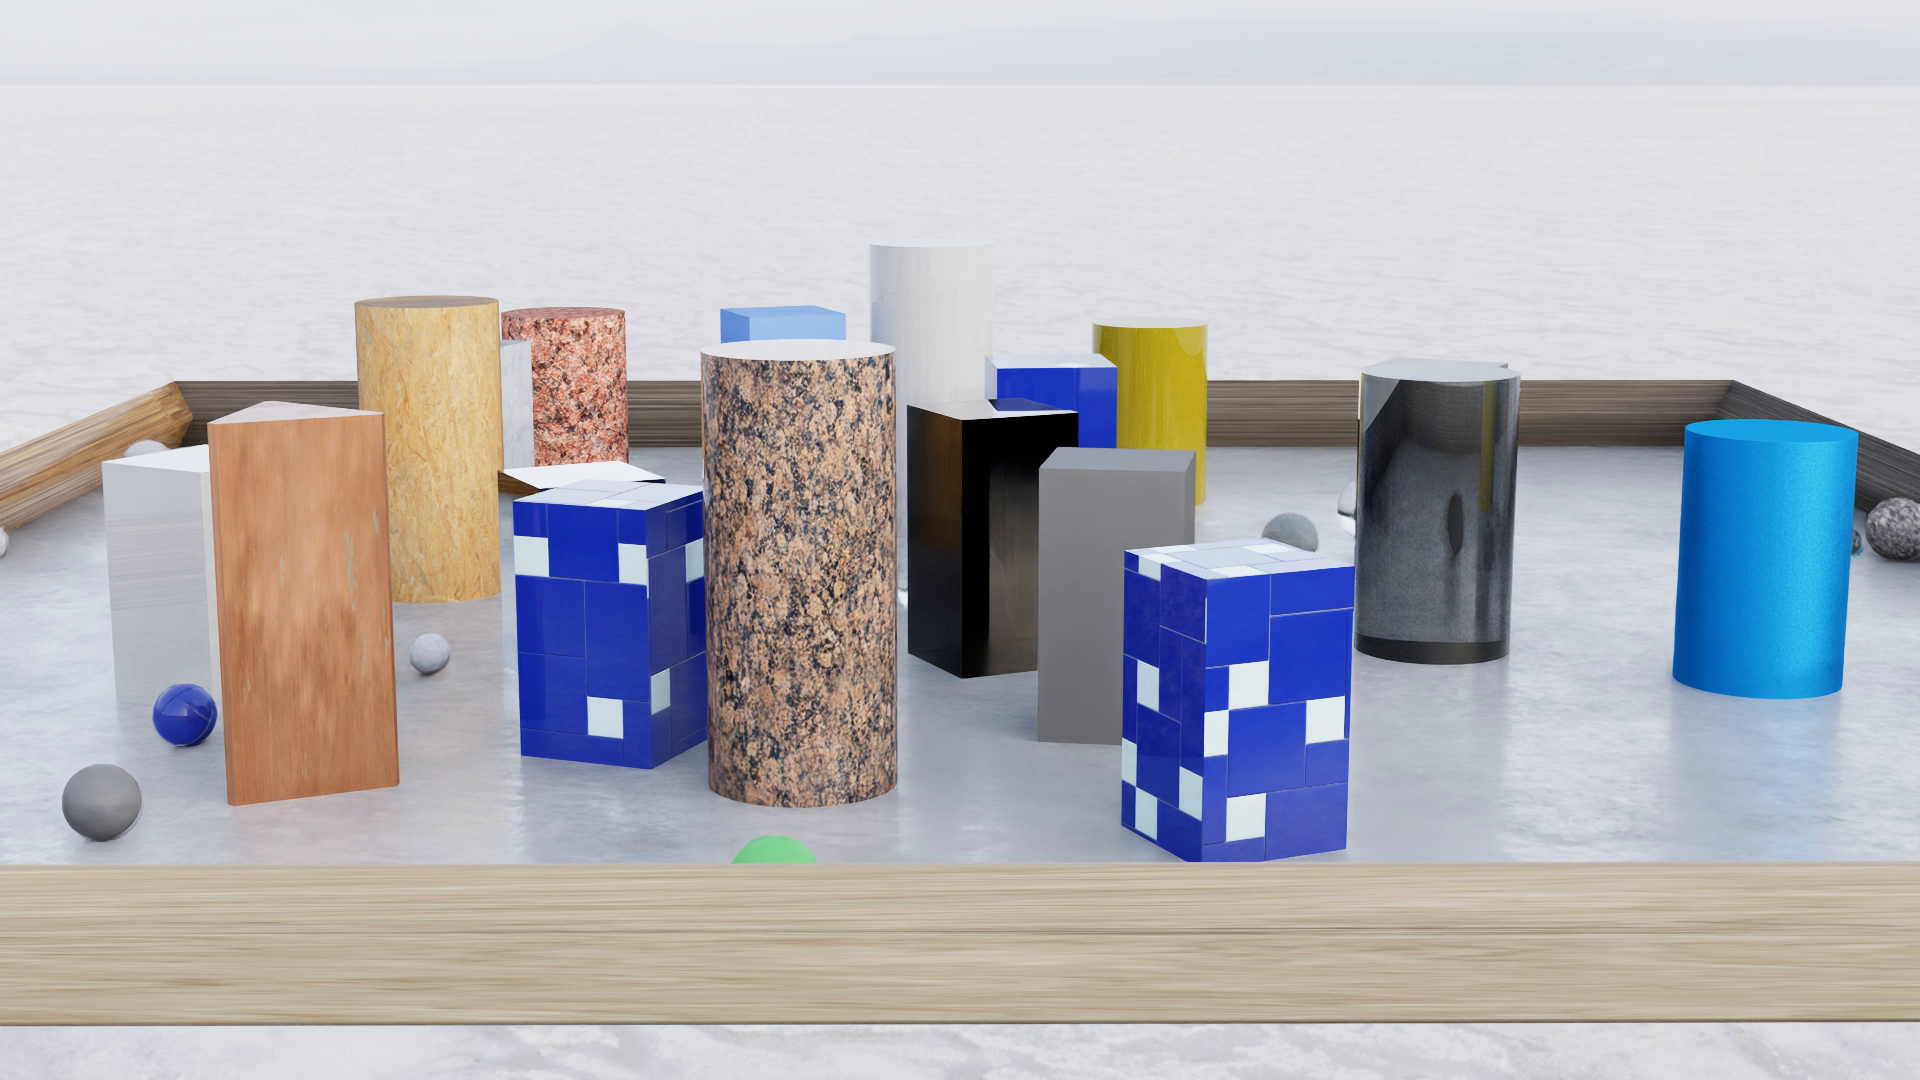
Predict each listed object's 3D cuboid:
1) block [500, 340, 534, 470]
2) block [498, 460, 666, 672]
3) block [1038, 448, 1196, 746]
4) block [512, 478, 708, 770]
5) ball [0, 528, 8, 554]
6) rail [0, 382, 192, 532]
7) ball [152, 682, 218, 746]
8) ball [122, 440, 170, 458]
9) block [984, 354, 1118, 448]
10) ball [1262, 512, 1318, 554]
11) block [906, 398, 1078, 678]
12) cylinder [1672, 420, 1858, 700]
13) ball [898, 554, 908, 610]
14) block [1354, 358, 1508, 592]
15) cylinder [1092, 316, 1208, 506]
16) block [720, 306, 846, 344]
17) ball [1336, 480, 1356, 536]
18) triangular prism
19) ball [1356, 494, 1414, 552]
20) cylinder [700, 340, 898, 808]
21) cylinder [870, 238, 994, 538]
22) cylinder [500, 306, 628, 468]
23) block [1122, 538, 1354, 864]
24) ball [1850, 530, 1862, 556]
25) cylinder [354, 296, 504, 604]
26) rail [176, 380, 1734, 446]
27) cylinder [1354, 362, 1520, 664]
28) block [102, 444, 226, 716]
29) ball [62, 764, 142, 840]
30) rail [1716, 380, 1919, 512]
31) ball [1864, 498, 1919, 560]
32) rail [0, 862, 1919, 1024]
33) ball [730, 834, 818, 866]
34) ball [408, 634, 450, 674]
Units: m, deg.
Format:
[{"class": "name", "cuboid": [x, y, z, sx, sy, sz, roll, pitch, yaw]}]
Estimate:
[{"class": "block", "cuboid": [-0.738, -0.131, 3.810, 0.156, 0.319, 0.156, 3, 11, 16]}, {"class": "block", "cuboid": [-0.455, 0.040, 3.099, 0.156, 0.242, 0.156, -6, 12, -27]}, {"class": "block", "cuboid": [0.174, 0.060, 2.829, 0.156, 0.301, 0.156, 2, 11, 9]}, {"class": "block", "cuboid": [-0.368, 0.086, 2.757, 0.156, 0.276, 0.156, 4, 11, 21]}, {"class": "ball", "cuboid": [-1.448, 0.001, 3.831, 0.051, 0.051, 0.051, 0, 11, 0]}, {"class": "rail", "cuboid": [-1.475, 0.034, 3.441, 0.045, 0.127, 3.031, 0, 11, 0]}, {"class": "ball", "cuboid": [-0.839, 0.188, 2.776, 0.068, 0.068, 0.068, 0, 11, 0]}, {"class": "ball", "cuboid": [-1.386, -0.123, 4.384, 0.094, 0.094, 0.094, 0, 11, 0]}, {"class": "block", "cuboid": [0.118, -0.068, 3.409, 0.156, 0.341, 0.156, -1, 11, -5]}, {"class": "ball", "cuboid": [0.481, 0.001, 3.745, 0.083, 0.083, 0.083, 0, 11, 0]}, {"class": "block", "cuboid": [0.039, -0.006, 3.152, 0.156, 0.313, 0.156, -5, 12, -25]}, {"class": "cylinder", "cuboid": [0.955, 0.019, 3.049, 0.195, 0.301, 0.195, 0, 11, 0]}, {"class": "ball", "cuboid": [-0.039, 0.056, 3.410, 0.097, 0.097, 0.097, 0, 11, 0]}, {"class": "block", "cuboid": [0.635, -0.071, 3.459, 0.156, 0.329, 0.156, 5, 12, 27]}, {"class": "cylinder", "cuboid": [0.318, -0.216, 4.317, 0.195, 0.301, 0.195, 0, 11, 0]}, {"class": "block", "cuboid": [-0.278, -0.189, 4.050, 0.156, 0.345, 0.156, -4, 11, -21]}, {"class": "ball", "cuboid": [0.632, -0.048, 3.973, 0.096, 0.096, 0.096, 0, 11, 0]}, {"class": "triangular prism", "cuboid": [-0.682, 0.057, 2.620, 0.169, 0.383, 0.146, -5, 12, -26]}, {"class": "ball", "cuboid": [0.641, -0.025, 3.872, 0.087, 0.087, 0.087, 0, 11, 0]}, {"class": "cylinder", "cuboid": [-0.161, 0.029, 2.600, 0.195, 0.446, 0.195, 0, 11, 0]}, {"class": "cylinder", "cuboid": [-0.044, -0.240, 4.033, 0.195, 0.452, 0.195, 0, 11, 0]}, {"class": "cylinder", "cuboid": [-0.628, -0.194, 4.093, 0.195, 0.339, 0.195, 0, 11, 0]}, {"class": "block", "cuboid": [0.260, 0.150, 2.425, 0.156, 0.271, 0.156, -5, 12, -24]}, {"class": "ball", "cuboid": [1.328, 0.005, 3.837, 0.042, 0.042, 0.042, 0, 11, 0]}, {"class": "cylinder", "cuboid": [-0.734, -0.130, 3.571, 0.195, 0.404, 0.195, 0, 11, 0]}, {"class": "rail", "cuboid": [-0.009, -0.240, 4.916, 2.997, 0.127, 0.045, 0, 11, 0]}, {"class": "cylinder", "cuboid": [0.596, -0.036, 3.214, 0.195, 0.350, 0.195, 0, 11, 0]}, {"class": "block", "cuboid": [-0.871, 0.044, 2.975, 0.156, 0.280, 0.156, 6, 12, 29]}, {"class": "ball", "cuboid": [-0.816, 0.249, 2.439, 0.073, 0.073, 0.073, 0, 11, 0]}, {"class": "rail", "cuboid": [1.475, 0.031, 3.457, 0.045, 0.127, 3.031, 0, 11, 0]}, {"class": "ball", "cuboid": [1.393, -0.016, 3.809, 0.094, 0.094, 0.094, 0, 11, 0]}, {"class": "rail", "cuboid": [0.009, 0.305, 1.982, 2.997, 0.127, 0.045, 0, 11, 0]}, {"class": "ball", "cuboid": [-0.158, 0.292, 2.184, 0.081, 0.081, 0.081, 0, 11, 0]}, {"class": "ball", "cuboid": [-0.642, 0.138, 3.101, 0.049, 0.049, 0.049, 0, 11, 0]}]
